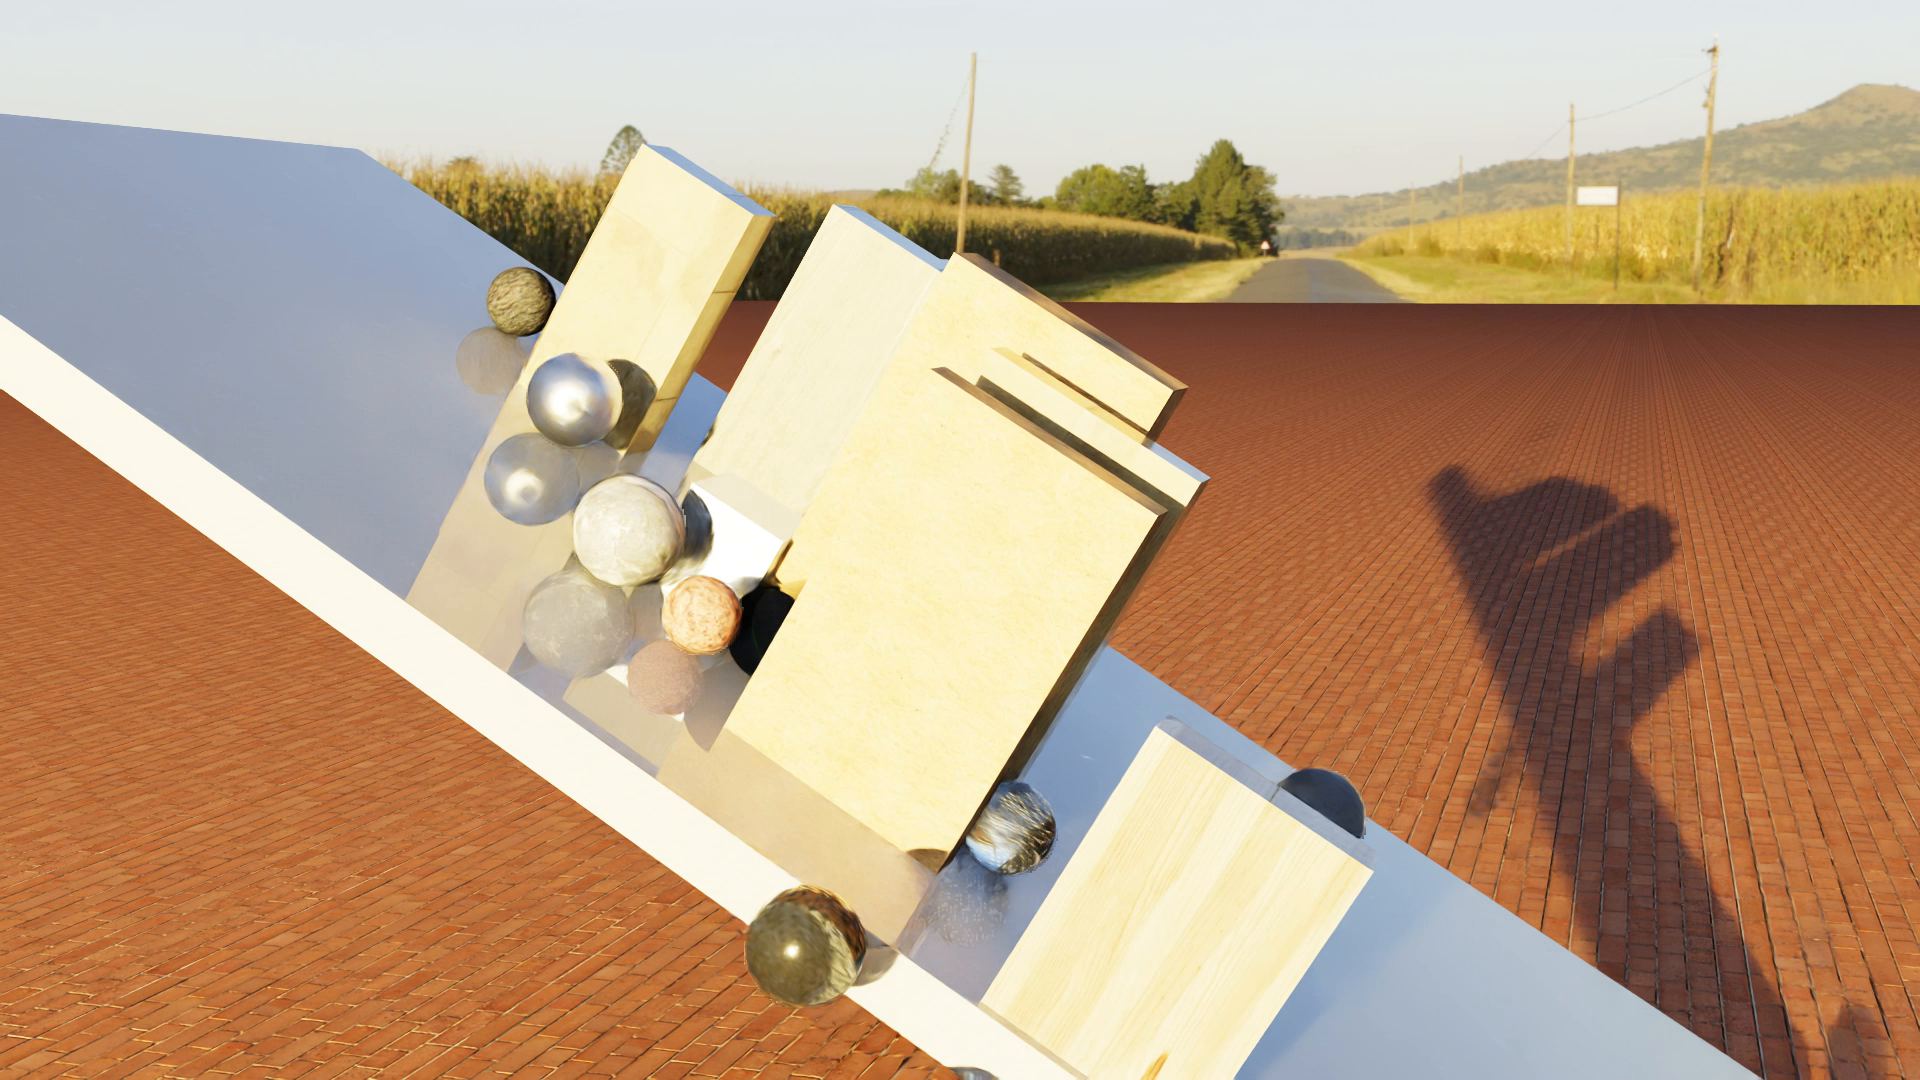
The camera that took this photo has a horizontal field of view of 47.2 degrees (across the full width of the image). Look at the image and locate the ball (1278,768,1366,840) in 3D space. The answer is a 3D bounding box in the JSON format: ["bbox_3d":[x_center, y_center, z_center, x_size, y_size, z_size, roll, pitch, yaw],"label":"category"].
[{"bbox_3d":[0.697,0.547,4.321,0.194,0.194,0.194,0,7,0],"label":"ball"}]

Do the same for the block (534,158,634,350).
[{"bbox_3d":[-0.668,-0.536,4.686,0.272,0.466,0.138,33,15,11],"label":"block"}]

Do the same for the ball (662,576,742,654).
[{"bbox_3d":[-0.428,0.123,3.646,0.130,0.130,0.130,0,7,0],"label":"ball"}]

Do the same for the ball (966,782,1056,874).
[{"bbox_3d":[0.079,0.458,3.500,0.147,0.147,0.147,0,7,0],"label":"ball"}]

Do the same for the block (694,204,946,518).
[{"bbox_3d":[-0.244,-0.336,4.561,0.353,0.615,0.137,33,15,11],"label":"block"}]

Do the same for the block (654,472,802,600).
[{"bbox_3d":[-0.407,0.019,3.913,0.191,0.191,0.191,33,15,8],"label":"block"}]

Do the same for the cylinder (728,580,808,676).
[{"bbox_3d":[-0.293,0.153,3.757,0.158,0.158,0.158,2,6,20],"label":"cylinder"}]

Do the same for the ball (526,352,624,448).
[{"bbox_3d":[-0.741,-0.271,4.229,0.184,0.184,0.184,0,7,0],"label":"ball"}]

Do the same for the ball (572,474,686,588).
[{"bbox_3d":[-0.561,-0.015,3.724,0.191,0.191,0.191,0,7,0],"label":"ball"}]

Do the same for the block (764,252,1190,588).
[{"bbox_3d":[0.000,-0.052,3.801,0.438,0.766,0.134,33,15,11],"label":"block"}]

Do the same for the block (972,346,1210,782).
[{"bbox_3d":[0.053,0.087,3.591,0.399,0.693,0.089,33,15,11],"label":"block"}]

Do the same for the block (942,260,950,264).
[{"bbox_3d":[-0.007,-0.275,4.922,0.422,0.564,0.142,33,15,11],"label":"block"}]

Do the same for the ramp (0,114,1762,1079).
[{"bbox_3d":[-0.166,0.274,4.119,4.000,0.100,2.000,33,15,11],"label":"ramp"}]

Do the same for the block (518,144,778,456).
[{"bbox_3d":[-0.628,-0.480,4.410,0.271,0.552,0.126,33,15,11],"label":"block"}]

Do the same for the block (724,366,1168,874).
[{"bbox_3d":[-0.029,0.124,3.373,0.409,0.660,0.080,33,15,11],"label":"block"}]

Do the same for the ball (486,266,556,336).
[{"bbox_3d":[-0.937,-0.510,4.704,0.148,0.148,0.148,0,7,0],"label":"ball"}]

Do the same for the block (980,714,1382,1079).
[{"bbox_3d":[0.300,0.536,3.028,0.343,0.474,0.092,33,15,11],"label":"block"}]

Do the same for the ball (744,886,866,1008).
[{"bbox_3d":[-0.209,0.548,2.968,0.163,0.163,0.163,0,7,0],"label":"ball"}]
